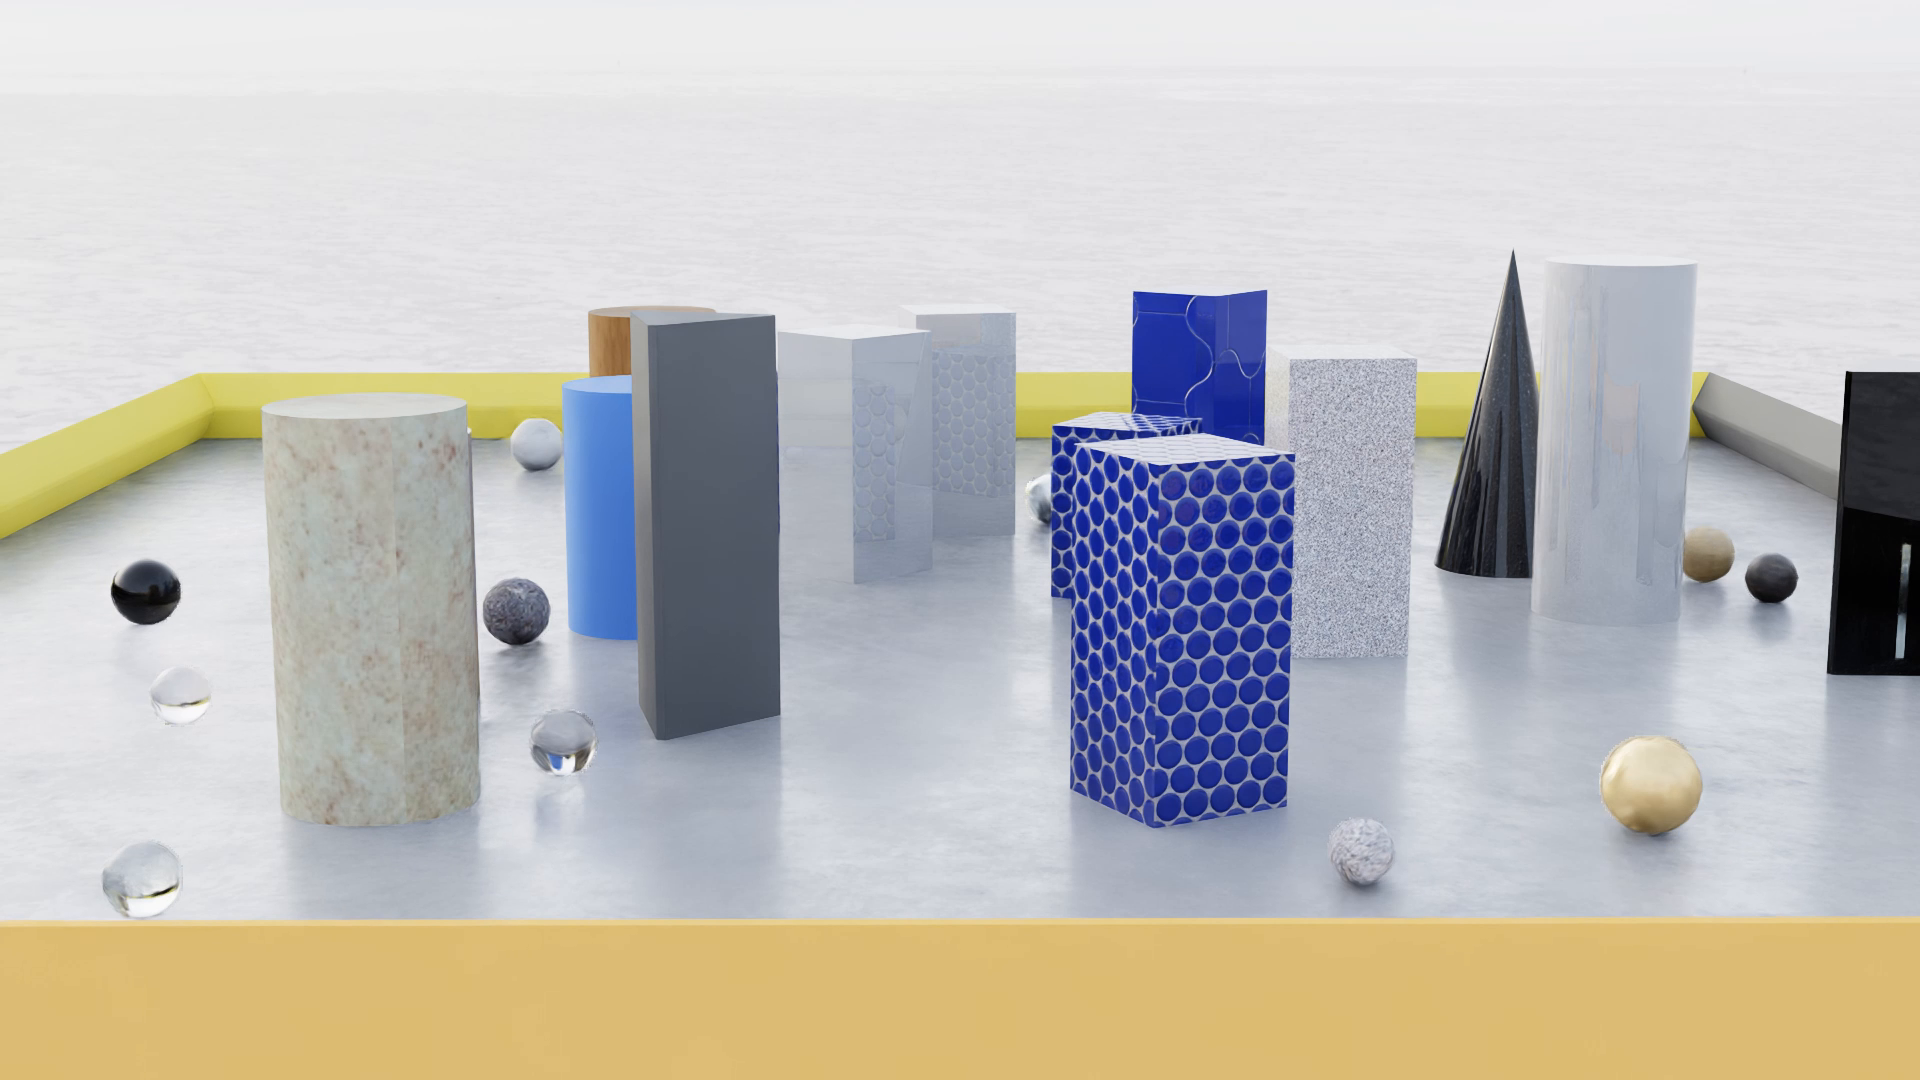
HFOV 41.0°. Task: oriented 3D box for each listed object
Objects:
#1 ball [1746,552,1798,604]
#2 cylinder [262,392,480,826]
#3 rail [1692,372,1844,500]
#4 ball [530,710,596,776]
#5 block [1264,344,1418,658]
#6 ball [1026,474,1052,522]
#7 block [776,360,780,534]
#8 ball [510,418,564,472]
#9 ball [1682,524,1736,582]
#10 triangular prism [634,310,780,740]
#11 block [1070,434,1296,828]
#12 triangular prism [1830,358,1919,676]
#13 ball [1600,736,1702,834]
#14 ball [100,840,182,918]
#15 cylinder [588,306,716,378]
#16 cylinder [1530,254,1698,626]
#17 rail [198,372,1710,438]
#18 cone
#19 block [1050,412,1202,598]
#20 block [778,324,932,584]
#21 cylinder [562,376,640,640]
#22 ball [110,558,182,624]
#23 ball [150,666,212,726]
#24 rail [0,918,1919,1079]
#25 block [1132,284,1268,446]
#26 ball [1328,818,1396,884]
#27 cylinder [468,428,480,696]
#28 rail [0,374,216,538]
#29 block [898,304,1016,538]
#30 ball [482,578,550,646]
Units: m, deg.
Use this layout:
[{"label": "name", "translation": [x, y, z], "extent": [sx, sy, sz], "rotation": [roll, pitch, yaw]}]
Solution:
[{"label": "ball", "translation": [1.112, 0.052, 3.514], "extent": [0.069, 0.069, 0.069], "rotation": [0, 11, 0]}, {"label": "cylinder", "translation": [-0.582, 0.064, 2.545], "extent": [0.196, 0.398, 0.196], "rotation": [0, 11, 0]}, {"label": "rail", "translation": [1.467, 0.031, 3.457], "extent": [0.045, 0.128, 3.293], "rotation": [0, 11, 0]}, {"label": "ball", "translation": [-0.412, 0.210, 2.658], "extent": [0.069, 0.069, 0.069], "rotation": [0, 11, 0]}, {"label": "block", "translation": [0.475, -0.052, 3.236], "extent": [0.157, 0.373, 0.157], "rotation": [-1, 11, -3]}, {"label": "ball", "translation": [0.144, -0.066, 4.128], "extent": [0.077, 0.077, 0.077], "rotation": [0, 11, 0]}, {"label": "block", "translation": [-0.249, -0.148, 4.072], "extent": [0.157, 0.258, 0.157], "rotation": [5, 11, 24]}, {"label": "ball", "translation": [-0.765, -0.172, 4.645], "extent": [0.097, 0.097, 0.097], "rotation": [0, 11, 0]}, {"label": "ball", "translation": [1.061, 0.020, 3.652], "extent": [0.082, 0.082, 0.082], "rotation": [0, 11, 0]}, {"label": "triangular prism", "translation": [-0.316, -0.025, 2.870], "extent": [0.170, 0.454, 0.147], "rotation": [-10, 14, -43]}, {"label": "block", "translation": [0.219, 0.085, 2.550], "extent": [0.157, 0.355, 0.157], "rotation": [-6, 12, -28]}, {"label": "triangular prism", "translation": [1.140, -0.031, 3.140], "extent": [0.170, 0.369, 0.147], "rotation": [1, 11, 3]}, {"label": "ball", "translation": [0.662, 0.235, 2.458], "extent": [0.094, 0.094, 0.094], "rotation": [0, 11, 0]}, {"label": "ball", "translation": [-0.707, 0.293, 2.217], "extent": [0.067, 0.067, 0.067], "rotation": [0, 11, 0]}, {"label": "cylinder", "translation": [-0.475, -0.180, 3.986], "extent": [0.196, 0.352, 0.196], "rotation": [0, 11, 0]}, {"label": "cylinder", "translation": [0.871, -0.137, 3.423], "extent": [0.196, 0.472, 0.196], "rotation": [0, 11, 0]}, {"label": "rail", "translation": [-0.009, -0.263, 5.045], "extent": [2.982, 0.128, 0.045], "rotation": [0, 11, 0]}, {"label": "cone", "translation": [0.797, -0.193, 3.739], "extent": [0.196, 0.468, 0.196], "rotation": [0, 11, 0]}, {"label": "block", "translation": [0.232, -0.045, 3.568], "extent": [0.157, 0.240, 0.157], "rotation": [5, 12, 27]}, {"label": "block", "translation": [-0.151, -0.129, 3.719], "extent": [0.157, 0.349, 0.157], "rotation": [10, 15, 44]}, {"label": "cylinder", "translation": [-0.418, -0.046, 3.357], "extent": [0.196, 0.318, 0.196], "rotation": [0, 11, 0]}, {"label": "ball", "translation": [-1.071, 0.067, 3.374], "extent": [0.089, 0.089, 0.089], "rotation": [0, 11, 0]}, {"label": "ball", "translation": [-0.871, 0.174, 2.865], "extent": [0.066, 0.066, 0.066], "rotation": [0, 11, 0]}, {"label": "rail", "translation": [0.009, 0.329, 1.853], "extent": [2.982, 0.128, 0.045], "rotation": [0, 11, 0]}, {"label": "block", "translation": [0.389, -0.224, 4.181], "extent": [0.157, 0.367, 0.157], "rotation": [8, 13, 37]}, {"label": "ball", "translation": [0.362, 0.280, 2.308], "extent": [0.060, 0.060, 0.060], "rotation": [0, 11, 0]}, {"label": "cylinder", "translation": [-0.659, 0.030, 2.963], "extent": [0.196, 0.311, 0.196], "rotation": [0, 11, 0]}, {"label": "rail", "translation": [-1.467, 0.034, 3.441], "extent": [0.045, 0.128, 3.293], "rotation": [0, 11, 0]}, {"label": "block", "translation": [-0.006, -0.191, 4.052], "extent": [0.157, 0.349, 0.157], "rotation": [-2, 11, -11]}, {"label": "ball", "translation": [-0.563, 0.090, 3.258], "extent": [0.086, 0.086, 0.086], "rotation": [0, 11, 0]}]
